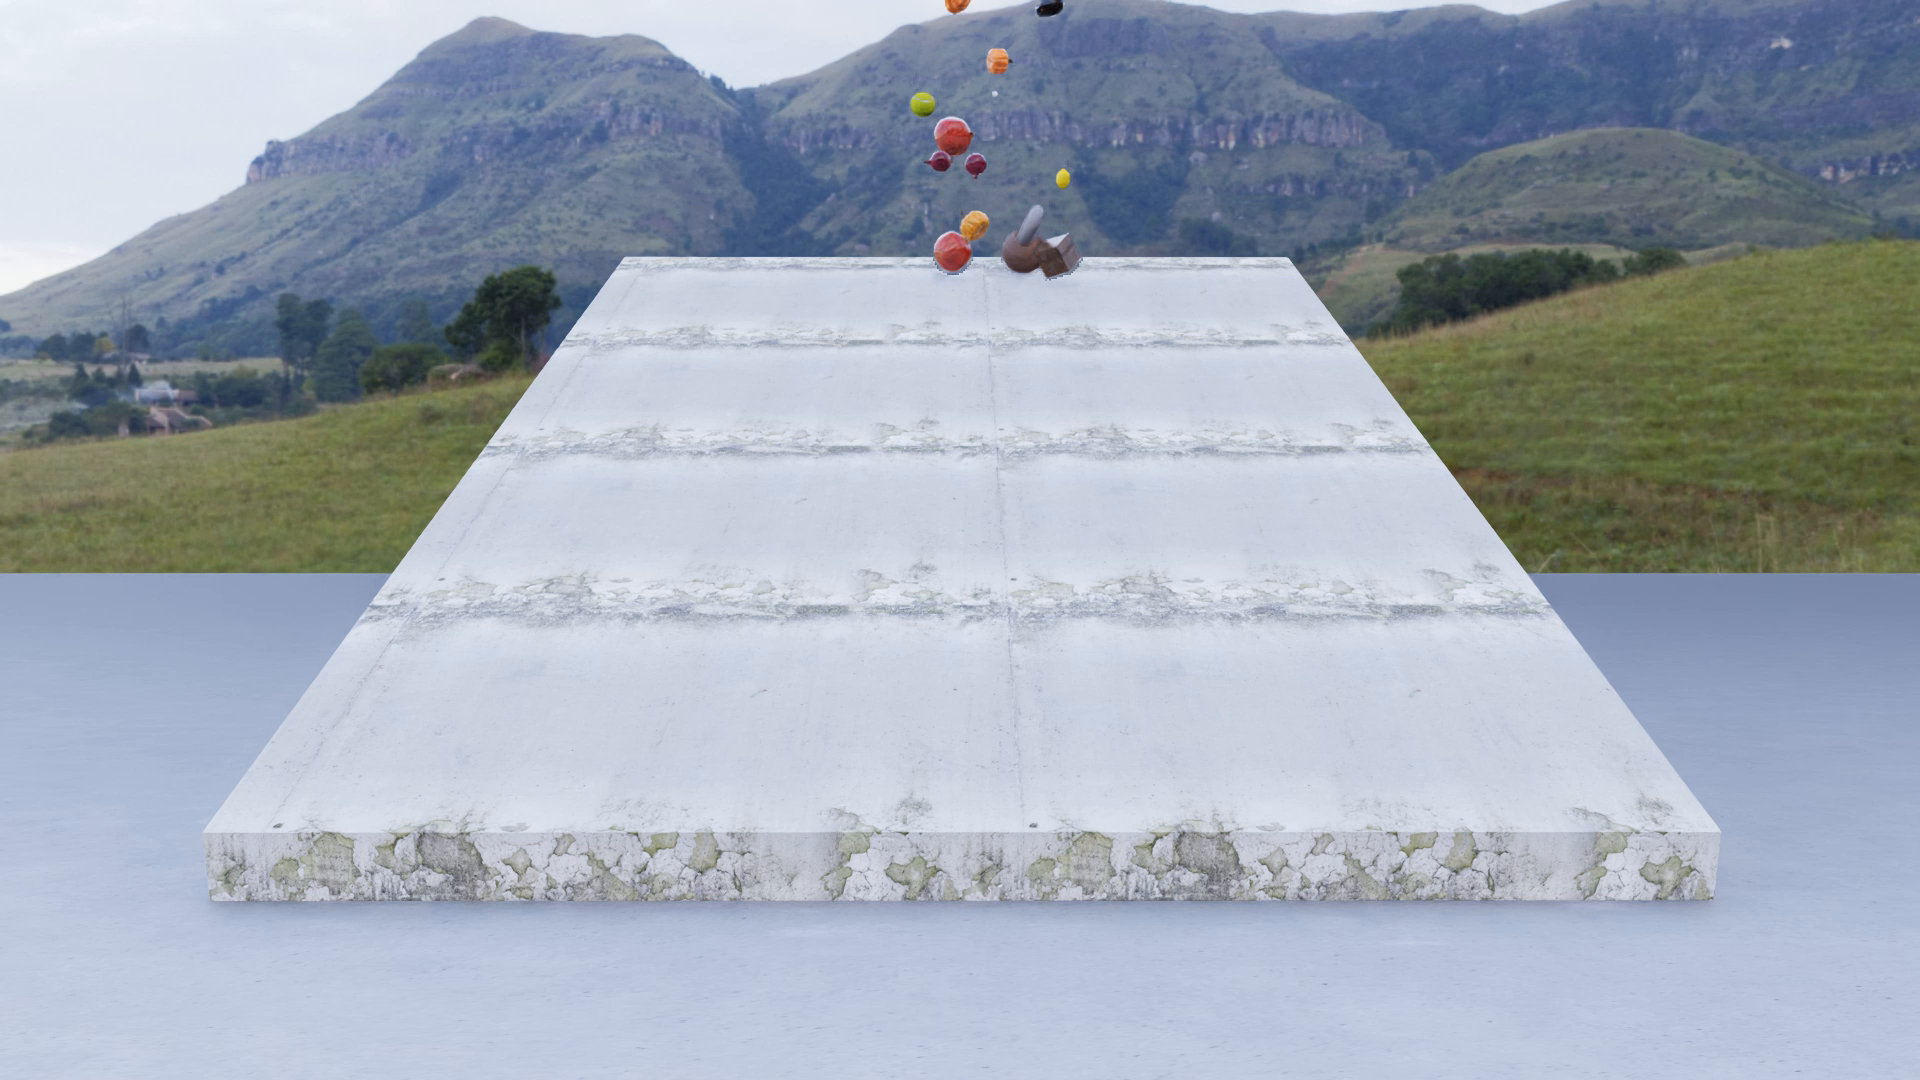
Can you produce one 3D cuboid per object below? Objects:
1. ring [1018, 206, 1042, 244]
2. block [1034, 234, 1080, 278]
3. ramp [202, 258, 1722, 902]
[{"bbox_3d":[0.201,-0.902,6.398,0.040,0.120,0.120,25,-3,-5],"label":"ring"},{"bbox_3d":[0.276,-0.803,6.318,0.081,0.081,0.081,-12,27,38],"label":"block"},{"bbox_3d":[-0.004,-0.187,4.862,2.000,0.100,4.000,0,18,0],"label":"ramp"}]
